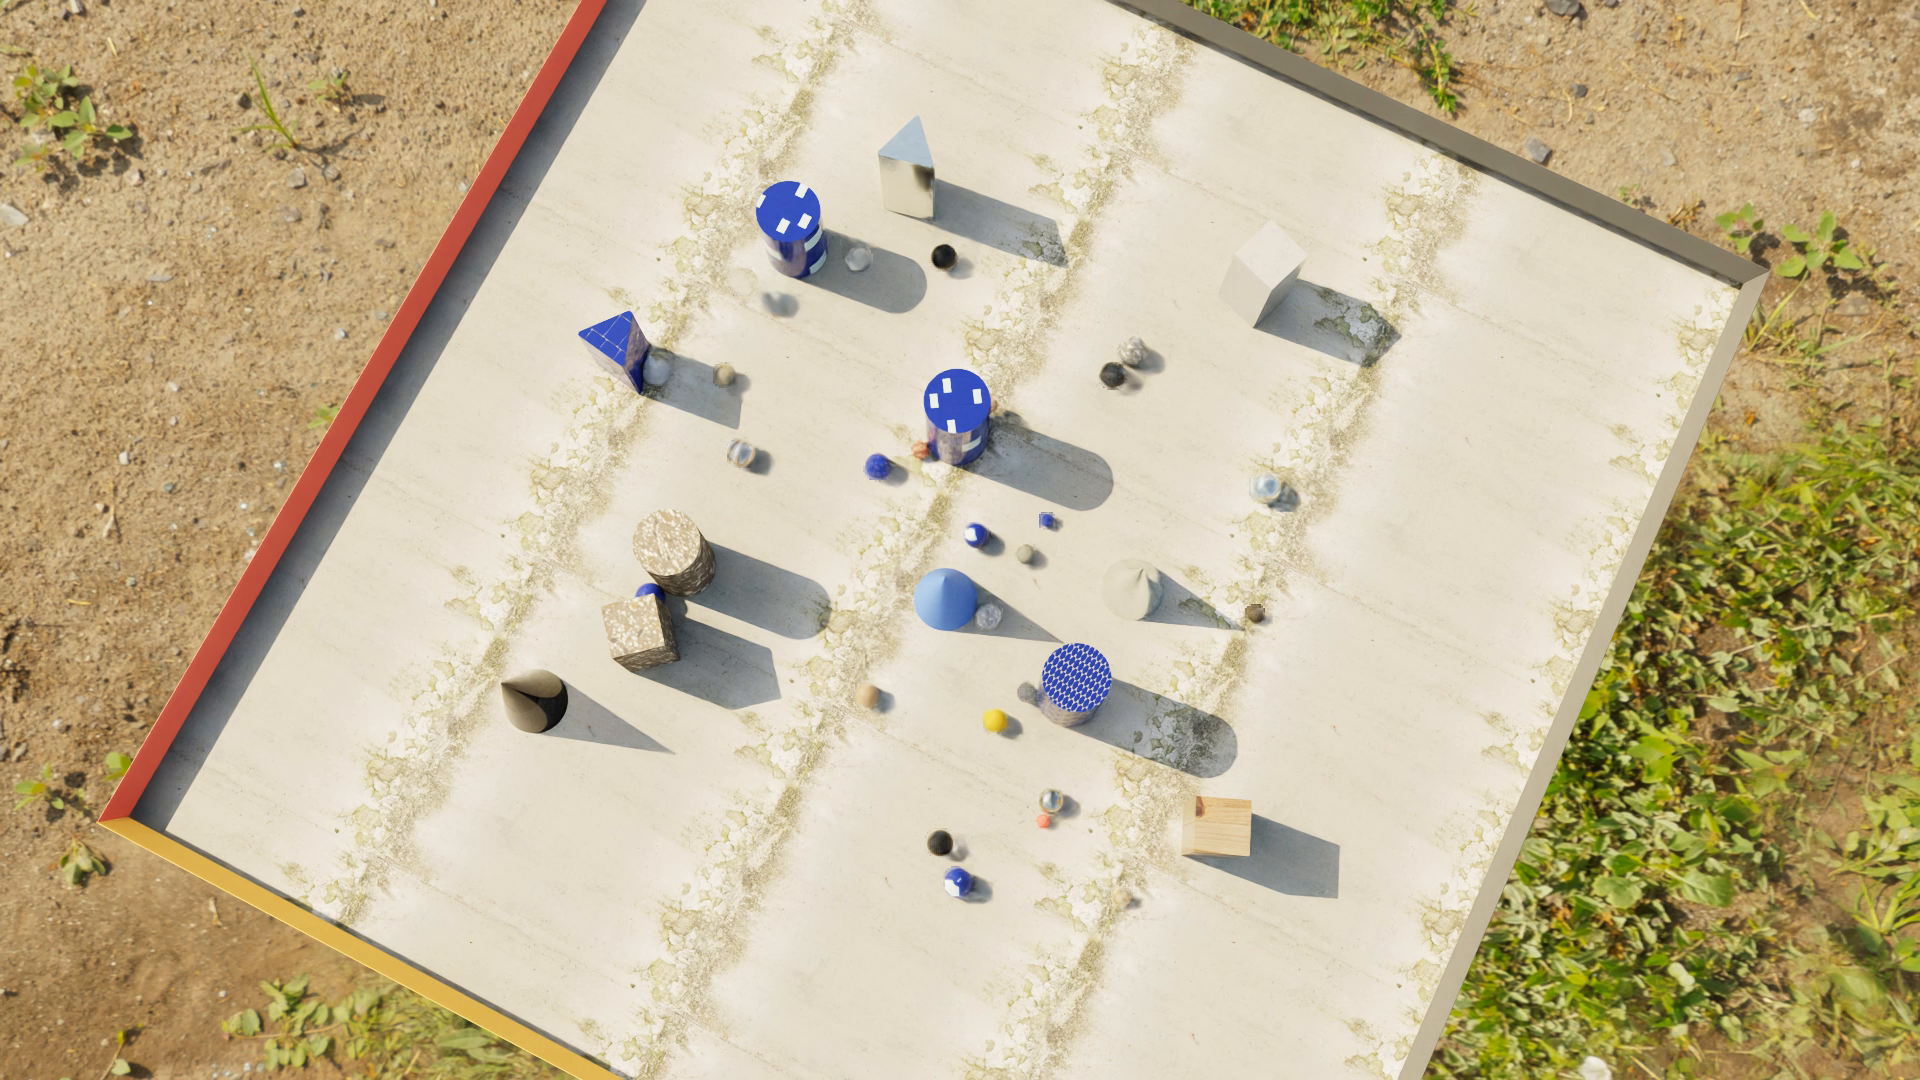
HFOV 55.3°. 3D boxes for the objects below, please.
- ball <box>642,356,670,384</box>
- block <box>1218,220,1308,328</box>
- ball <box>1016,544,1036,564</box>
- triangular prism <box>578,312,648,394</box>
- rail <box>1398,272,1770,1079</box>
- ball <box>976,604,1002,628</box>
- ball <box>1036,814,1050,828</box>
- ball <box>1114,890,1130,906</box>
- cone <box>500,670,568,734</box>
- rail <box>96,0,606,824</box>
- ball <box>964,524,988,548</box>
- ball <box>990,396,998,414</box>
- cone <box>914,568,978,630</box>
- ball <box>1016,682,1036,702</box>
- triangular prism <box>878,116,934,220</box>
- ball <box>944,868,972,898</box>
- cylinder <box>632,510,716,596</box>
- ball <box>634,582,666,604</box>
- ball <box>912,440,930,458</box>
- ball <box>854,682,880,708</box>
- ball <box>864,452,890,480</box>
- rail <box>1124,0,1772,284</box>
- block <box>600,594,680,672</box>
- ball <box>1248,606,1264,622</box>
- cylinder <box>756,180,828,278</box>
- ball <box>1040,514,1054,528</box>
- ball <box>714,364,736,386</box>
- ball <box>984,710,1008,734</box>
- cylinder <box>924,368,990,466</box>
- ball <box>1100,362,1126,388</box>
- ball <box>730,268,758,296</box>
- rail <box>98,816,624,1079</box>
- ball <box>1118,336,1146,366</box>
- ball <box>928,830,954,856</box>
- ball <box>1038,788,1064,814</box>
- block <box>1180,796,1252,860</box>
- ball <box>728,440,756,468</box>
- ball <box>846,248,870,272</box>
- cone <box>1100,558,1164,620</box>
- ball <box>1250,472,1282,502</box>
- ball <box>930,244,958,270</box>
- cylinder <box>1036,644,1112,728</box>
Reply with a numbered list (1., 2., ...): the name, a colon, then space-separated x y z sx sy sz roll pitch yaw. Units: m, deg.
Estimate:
1. ball: -0.941 -0.525 5.681 0.088 0.088 0.088 0 78 0
2. block: 0.923 -0.809 5.601 0.156 0.358 0.156 -43 81 -8
3. ball: 0.200 0.045 5.576 0.061 0.061 0.061 0 78 0
4. triangular prism: -1.021 -0.591 5.583 0.169 0.305 0.146 35 80 7
5. rail: 1.646 0.813 5.383 0.045 0.126 3.751 26 80 5
6. ball: 0.086 0.230 5.530 0.077 0.077 0.077 0 78 0
7. ball: 0.246 0.832 5.423 0.043 0.043 0.043 0 78 0
8. ball: 0.475 1.050 5.373 0.051 0.051 0.051 0 78 0
9. cone: -1.277 0.441 5.304 0.195 0.433 0.195 0 78 0
10. rail: -1.646 -0.799 5.716 0.045 0.126 3.751 26 80 5
11. ball: 0.049 -0.012 5.580 0.077 0.077 0.077 0 78 0
12. ball: 0.092 -0.415 5.630 0.052 0.052 0.052 0 78 0
13. cone: -0.043 0.144 5.400 0.195 0.365 0.195 0 78 0
14. ball: 0.199 0.457 5.492 0.059 0.059 0.059 0 78 0
15. triangular prism: -0.143 -1.150 5.638 0.169 0.424 0.146 14 79 3
16. ball: -0.006 1.005 5.365 0.086 0.086 0.086 0 78 0
17. cylinder: -0.842 0.042 5.426 0.195 0.355 0.195 0 78 0
18. ball: -0.936 0.174 5.534 0.091 0.091 0.091 0 78 0
19. ball: -0.121 -0.278 5.645 0.056 0.056 0.056 0 78 0
20. ball: -0.278 0.464 5.483 0.074 0.074 0.074 0 78 0
21. ball: -0.252 -0.227 5.622 0.081 0.081 0.081 0 78 0
22. rail: 0.828 -1.615 5.885 3.728 0.126 0.045 26 80 5
23. block: -0.938 0.277 5.402 0.156 0.308 0.156 -14 79 -3
24. ball: 0.894 0.226 5.545 0.049 0.049 0.049 0 78 0
25. cylinder: -0.515 -0.955 5.653 0.195 0.315 0.195 0 78 0
26. ball: 0.266 -0.059 5.607 0.042 0.042 0.042 0 78 0
27. ball: -0.729 -0.511 5.688 0.068 0.068 0.068 0 78 0
28. ball: 0.108 0.541 5.468 0.071 0.071 0.071 0 78 0
29. cylinder: -0.009 -0.364 5.495 0.195 0.386 0.195 0 78 0
30. ball: 0.474 -0.512 5.680 0.082 0.082 0.082 0 78 0
31. ball: -0.668 -0.800 5.676 0.088 0.088 0.088 0 78 0
32. rail: -0.828 1.629 5.214 3.728 0.126 0.045 26 80 5
33. ball: 0.535 -0.586 5.692 0.090 0.090 0.090 0 78 0
34. ball: -0.058 0.892 5.393 0.077 0.077 0.077 0 78 0
35. ball: 0.269 0.771 5.418 0.076 0.076 0.076 0 78 0
36. block: 0.737 0.833 5.288 0.156 0.306 0.156 4 78 1
37. ball: -0.670 -0.266 5.628 0.085 0.085 0.085 0 78 0
38. ball: -0.320 -0.880 5.759 0.078 0.078 0.078 0 78 0
39. cone: 0.526 0.114 5.414 0.195 0.350 0.195 0 78 0
40. ball: 0.935 -0.162 5.600 0.097 0.097 0.097 0 78 0
41. ball: -0.050 -0.888 5.758 0.083 0.083 0.083 0 78 0
42. cylinder: 0.327 0.425 5.320 0.195 0.409 0.195 0 78 0
